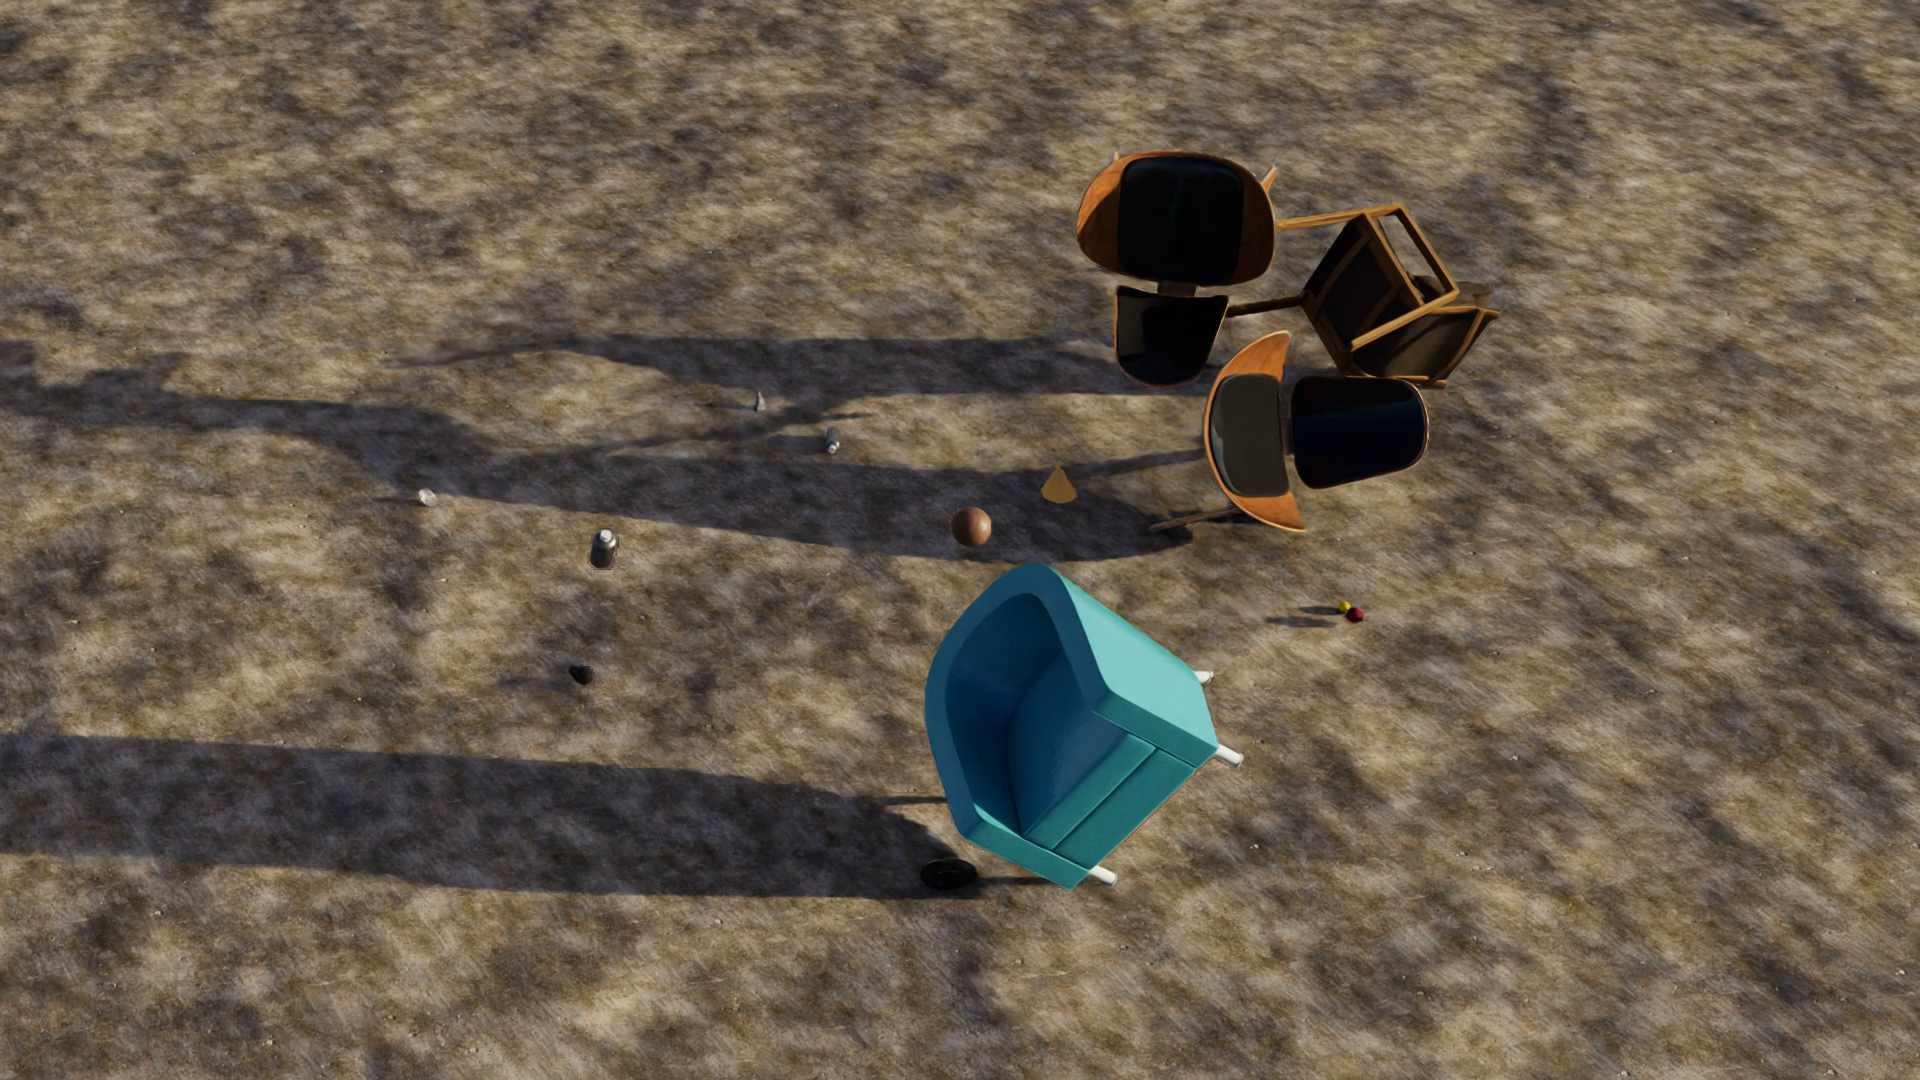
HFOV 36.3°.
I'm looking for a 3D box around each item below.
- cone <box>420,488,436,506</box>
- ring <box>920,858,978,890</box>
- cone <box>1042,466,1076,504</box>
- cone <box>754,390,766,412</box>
[{"bbox_3d":[-2.025,-0.157,11.158,0.054,0.038,0.082,-39,87,-17],"label":"cone"},{"bbox_3d":[-0.037,1.059,9.298,0.184,0.044,0.132,-2,33,-2],"label":"ring"},{"bbox_3d":[0.376,-0.234,11.171,0.129,0.131,0.146,-28,45,-29],"label":"cone"},{"bbox_3d":[-0.802,-0.565,11.724,0.038,0.087,0.058,21,39,28],"label":"cone"}]
